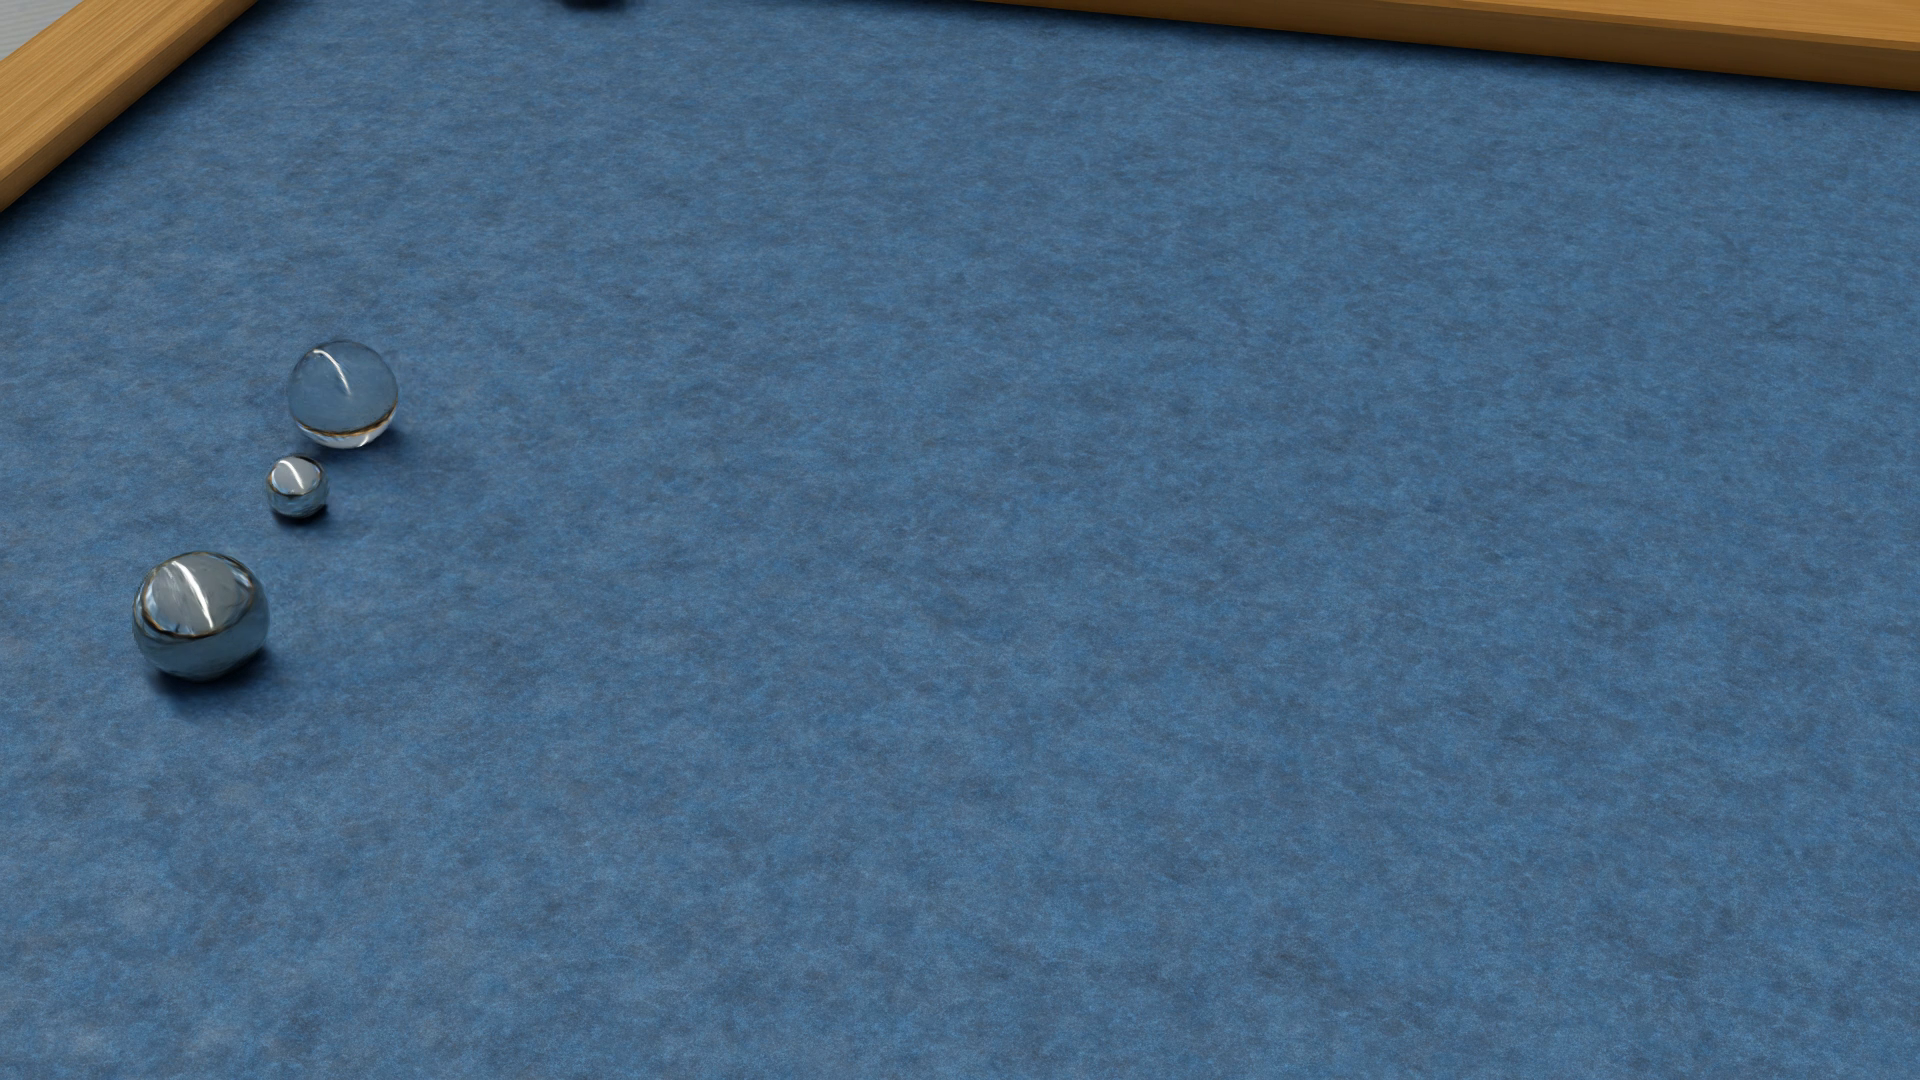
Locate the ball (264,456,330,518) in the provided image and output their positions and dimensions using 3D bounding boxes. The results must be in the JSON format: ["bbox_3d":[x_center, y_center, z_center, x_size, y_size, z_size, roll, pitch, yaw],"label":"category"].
[{"bbox_3d":[-0.510,-0.041,1.975,0.049,0.049,0.049,0,34,0],"label":"ball"}]

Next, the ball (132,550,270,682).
[{"bbox_3d":[-0.531,0.053,1.798,0.092,0.092,0.092,0,34,0],"label":"ball"}]

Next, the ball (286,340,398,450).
[{"bbox_3d":[-0.494,-0.116,2.051,0.087,0.087,0.087,0,34,0],"label":"ball"}]

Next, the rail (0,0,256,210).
[{"bbox_3d":[-0.967,-0.160,2.077,0.045,0.129,2.162,8,35,11],"label":"rail"}]

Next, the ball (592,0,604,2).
[{"bbox_3d":[-0.398,-0.641,2.809,0.099,0.099,0.099,0,34,0],"label":"ball"}]

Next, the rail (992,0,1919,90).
[{"bbox_3d":[1.244,-0.466,2.525,4.080,0.129,0.045,8,35,11],"label":"rail"}]
